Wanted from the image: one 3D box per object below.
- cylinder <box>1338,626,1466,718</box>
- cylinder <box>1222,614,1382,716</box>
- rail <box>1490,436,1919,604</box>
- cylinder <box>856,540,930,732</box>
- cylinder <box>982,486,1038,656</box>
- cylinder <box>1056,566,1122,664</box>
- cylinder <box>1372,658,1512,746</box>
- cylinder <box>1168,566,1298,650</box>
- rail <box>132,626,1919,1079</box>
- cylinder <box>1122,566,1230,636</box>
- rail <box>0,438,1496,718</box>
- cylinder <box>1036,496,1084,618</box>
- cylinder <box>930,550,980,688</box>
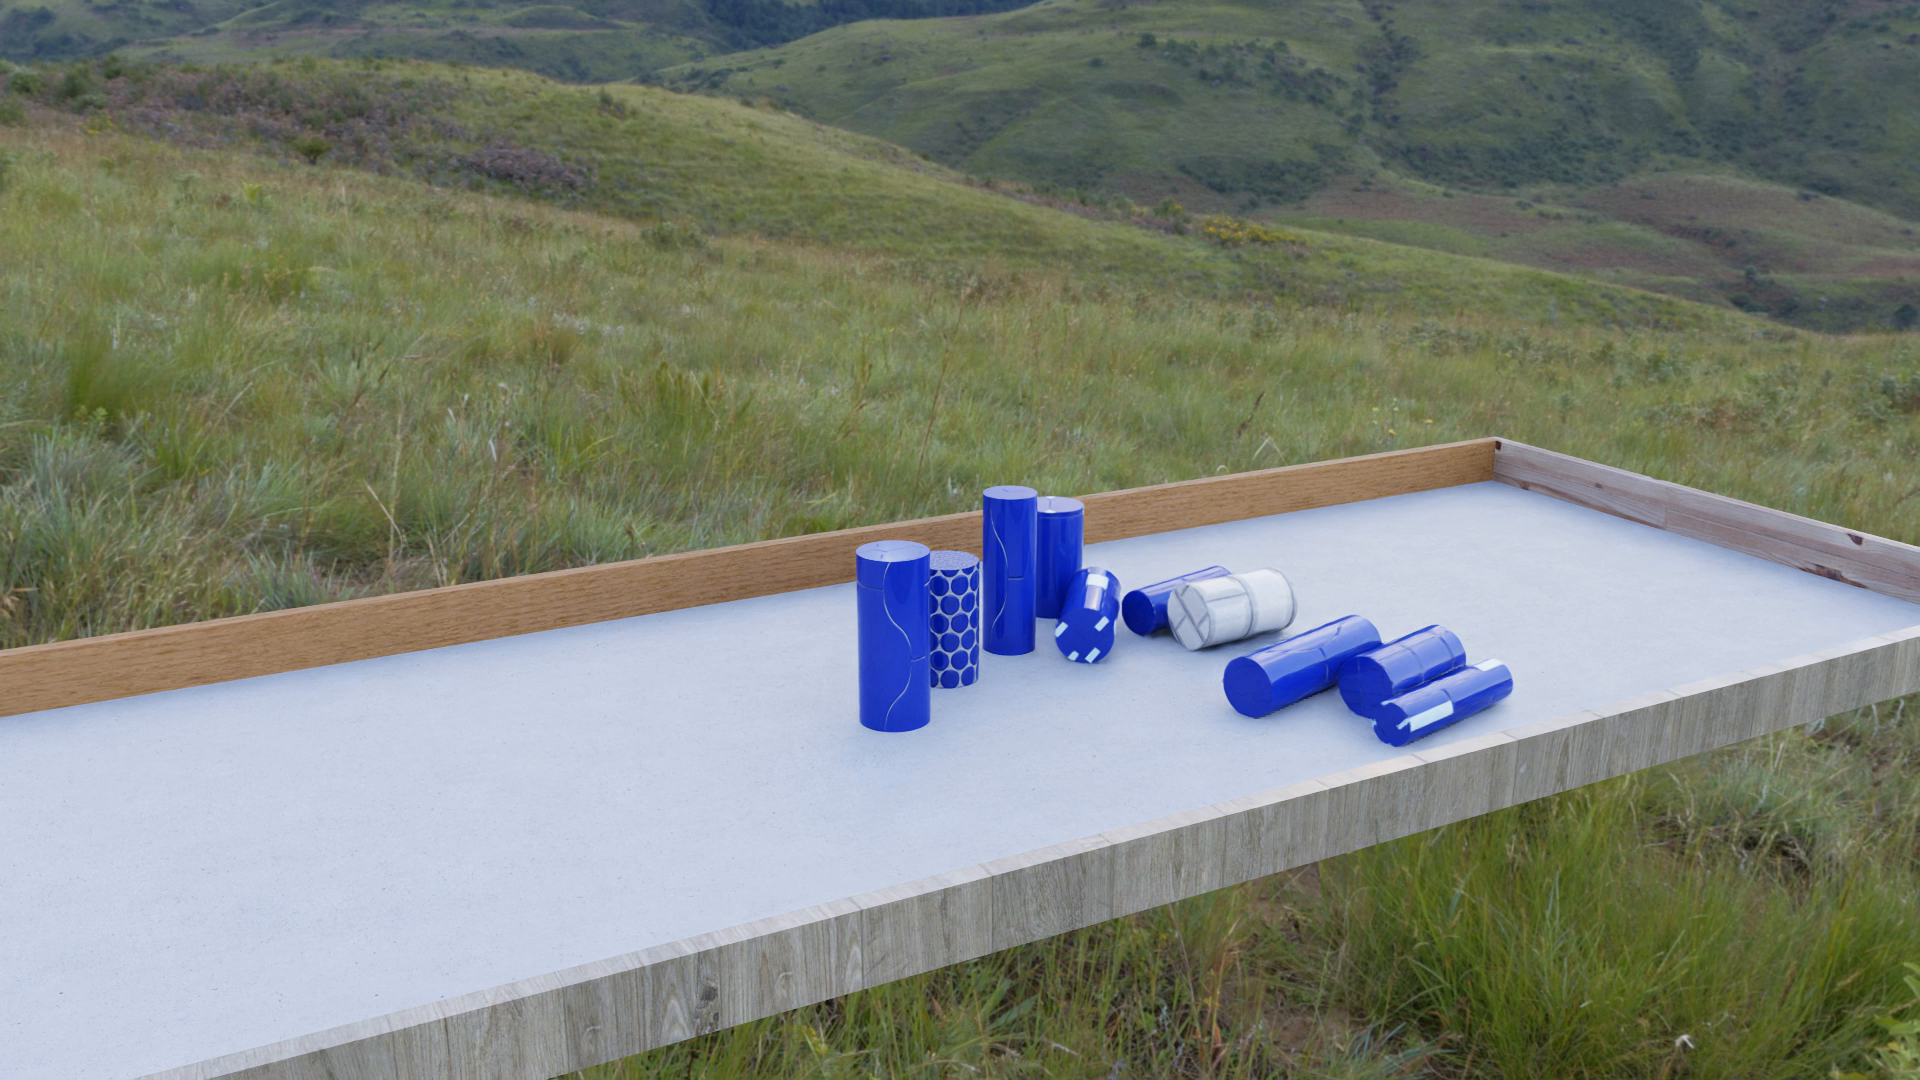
[{"bbox_3d":[1.075,0.317,4.005,0.320,0.152,0.152,-15,22,-41],"label":"cylinder"},{"bbox_3d":[0.847,0.305,4.058,0.454,0.146,0.146,-15,22,-41],"label":"cylinder"},{"bbox_3d":[2.466,-0.048,5.253,0.050,0.150,2.100,-9,18,-27],"label":"rail"},{"bbox_3d":[-0.154,0.224,3.856,0.171,0.415,0.171,0,16,0],"label":"cylinder"},{"bbox_3d":[0.130,0.080,4.331,0.142,0.424,0.142,0,16,0],"label":"cylinder"},{"bbox_3d":[0.348,0.197,4.415,0.152,0.152,0.355,2,17,8],"label":"cylinder"},{"bbox_3d":[1.139,0.378,3.881,0.424,0.105,0.105,-14,21,-39],"label":"cylinder"},{"bbox_3d":[0.732,0.181,4.428,0.305,0.175,0.175,-10,19,-30],"label":"cylinder"},{"bbox_3d":[-2.336,1.006,1.665,12.000,0.150,0.050,-9,18,-27],"label":"rail"},{"bbox_3d":[0.610,0.166,4.569,0.341,0.124,0.124,-14,21,-39],"label":"cylinder"},{"bbox_3d":[-3.305,0.497,3.399,12.000,0.150,0.050,-9,18,-27],"label":"rail"},{"bbox_3d":[0.259,0.048,4.647,0.174,0.307,0.174,0,16,0],"label":"cylinder"},{"bbox_3d":[-0.035,0.198,4.134,0.167,0.309,0.167,0,16,0],"label":"cylinder"}]
